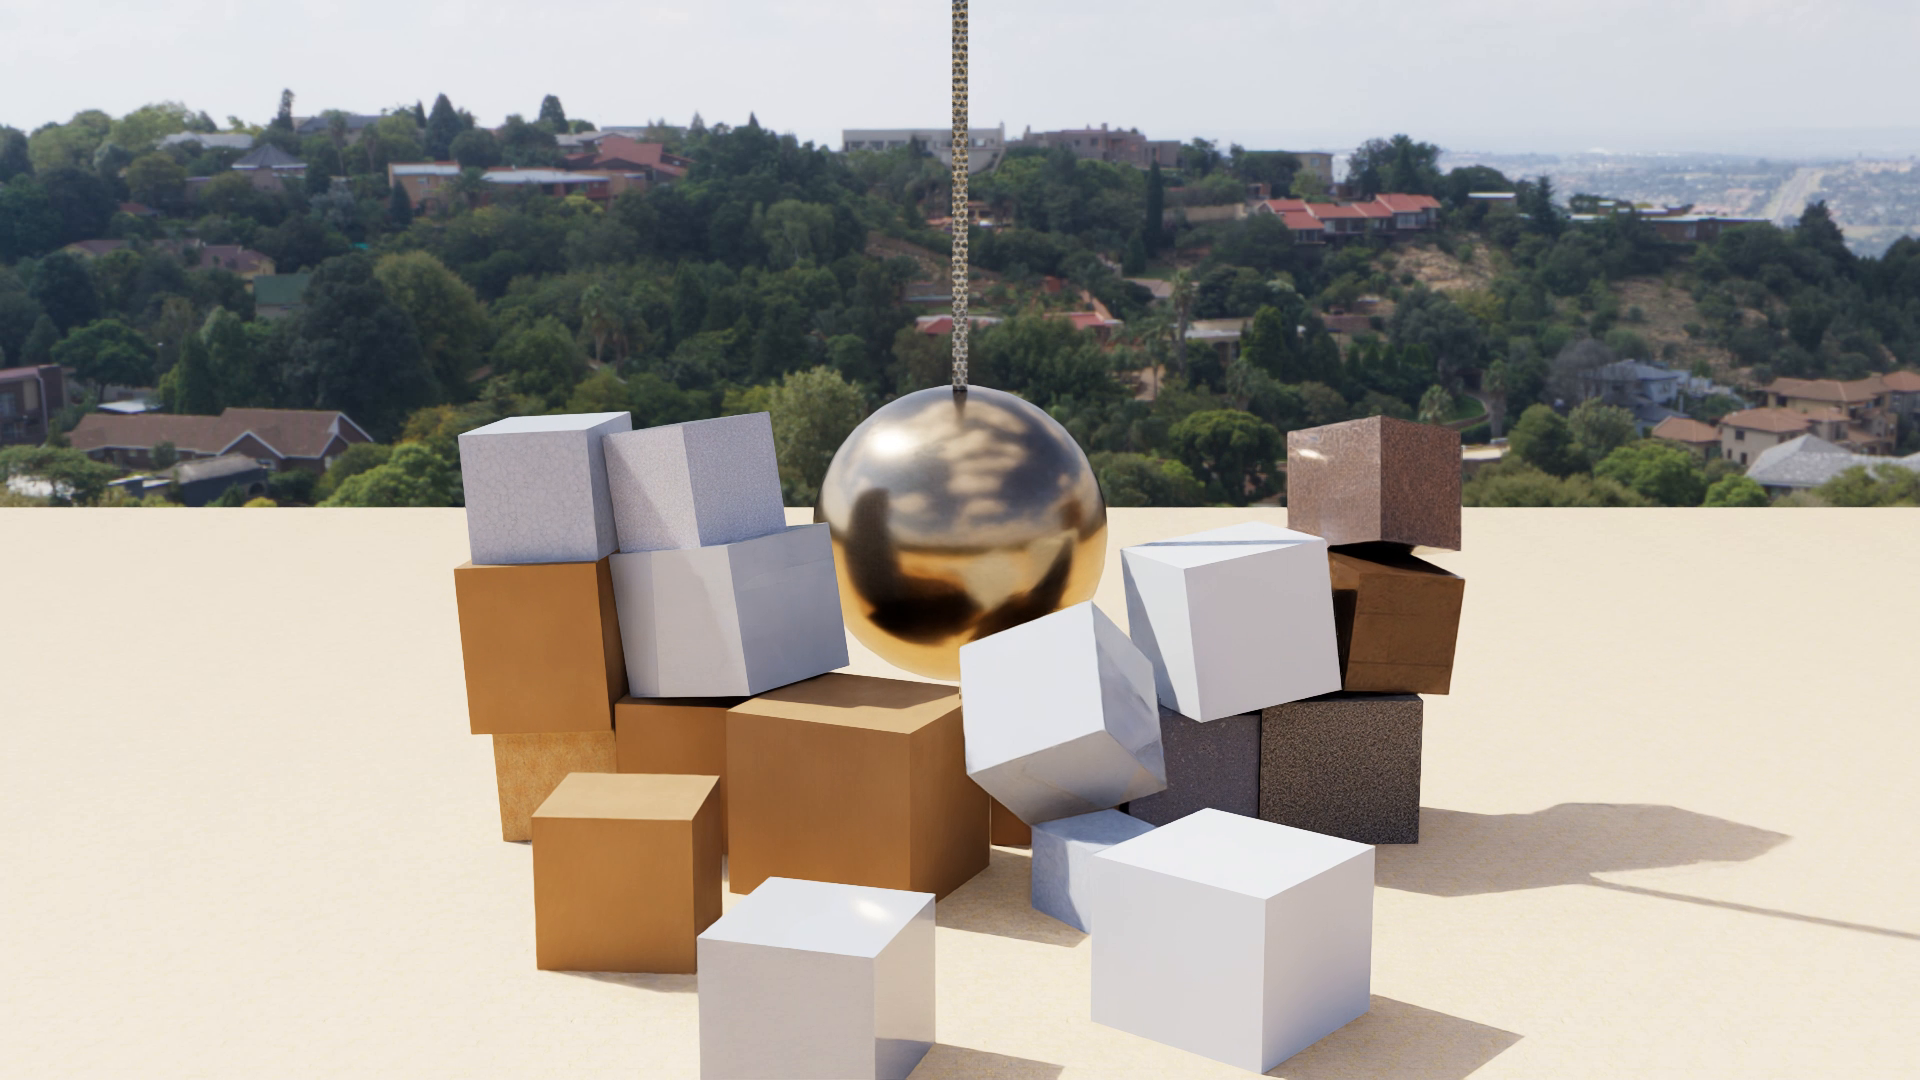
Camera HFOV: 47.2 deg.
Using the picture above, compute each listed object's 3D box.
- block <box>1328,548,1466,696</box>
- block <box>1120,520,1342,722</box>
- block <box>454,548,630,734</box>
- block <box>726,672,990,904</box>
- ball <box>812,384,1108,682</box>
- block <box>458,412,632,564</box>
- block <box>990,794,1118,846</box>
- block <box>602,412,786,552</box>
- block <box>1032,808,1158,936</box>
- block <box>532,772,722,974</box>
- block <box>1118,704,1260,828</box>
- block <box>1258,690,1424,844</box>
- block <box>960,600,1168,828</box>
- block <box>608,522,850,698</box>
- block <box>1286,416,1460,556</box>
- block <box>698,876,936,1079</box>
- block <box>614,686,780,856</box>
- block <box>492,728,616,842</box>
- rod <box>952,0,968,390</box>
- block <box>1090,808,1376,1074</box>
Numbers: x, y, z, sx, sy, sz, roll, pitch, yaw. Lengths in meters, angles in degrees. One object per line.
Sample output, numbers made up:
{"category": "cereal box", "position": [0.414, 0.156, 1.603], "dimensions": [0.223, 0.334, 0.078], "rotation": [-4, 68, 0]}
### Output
{"category": "block", "position": [2.153, 0.414, 11.333], "dimensions": [0.579, 0.605, 0.640], "rotation": [3, 10, -15]}
{"category": "block", "position": [1.363, 0.396, 11.136], "dimensions": [0.785, 0.773, 0.741], "rotation": [-11, 11, -19]}
{"category": "block", "position": [-2.054, 0.465, 11.279], "dimensions": [0.724, 0.845, 0.863], "rotation": [-2, 10, 8]}
{"category": "block", "position": [-0.472, 1.196, 10.514], "dimensions": [0.952, 0.886, 0.882], "rotation": [5, 11, 24]}
{"category": "ball", "position": [0.000, -0.037, 11.867], "dimensions": [1.600, 1.600, 1.600], "rotation": [0, 10, 0]}
{"category": "block", "position": [-2.061, -0.269, 11.127], "dimensions": [0.661, 0.649, 0.677], "rotation": [-2, 10, 11]}
{"category": "block", "position": [0.470, 1.122, 11.360], "dimensions": [0.644, 0.728, 0.653], "rotation": [0, 10, -1]}
{"category": "block", "position": [-1.320, -0.288, 10.937], "dimensions": [0.604, 0.590, 0.580], "rotation": [-4, 7, 42]}
{"category": "block", "position": [0.656, 1.520, 10.109], "dimensions": [0.465, 0.393, 0.472], "rotation": [-7, 12, -33]}
{"category": "block", "position": [-1.447, 1.452, 9.665], "dimensions": [0.687, 0.684, 0.660], "rotation": [1, 10, 4]}
{"category": "block", "position": [1.158, 1.149, 11.368], "dimensions": [0.655, 0.671, 0.673], "rotation": [-1, 10, -3]}
{"category": "block", "position": [1.893, 1.109, 11.386], "dimensions": [0.813, 0.745, 0.719], "rotation": [-1, 10, -3]}
{"category": "block", "position": [0.482, 0.834, 10.353], "dimensions": [0.706, 0.699, 0.655], "rotation": [-21, -39, 22]}
{"category": "block", "position": [-1.152, 0.351, 10.988], "dimensions": [0.839, 0.726, 0.723], "rotation": [-4, 6, 39]}
{"category": "block", "position": [2.188, -0.258, 11.643], "dimensions": [0.613, 0.642, 0.663], "rotation": [7, -9, -36]}
{"category": "block", "position": [-0.532, 1.722, 8.386], "dimensions": [0.691, 0.611, 0.712], "rotation": [3, 11, 17]}
{"category": "block", "position": [-1.260, 1.116, 11.319], "dimensions": [0.784, 0.755, 0.863], "rotation": [1, 10, 8]}
{"category": "block", "position": [-2.010, 1.170, 11.390], "dimensions": [0.621, 0.584, 0.625], "rotation": [-3, 10, 3]}
{"category": "rod", "position": [0.000, -3.291, 10.883], "dimensions": [0.080, 5.200, 0.080], "rotation": [0, 17, 0]}
{"category": "block", "position": [1.100, 1.589, 8.872], "dimensions": [0.809, 0.700, 0.820], "rotation": [9, 13, 39]}
